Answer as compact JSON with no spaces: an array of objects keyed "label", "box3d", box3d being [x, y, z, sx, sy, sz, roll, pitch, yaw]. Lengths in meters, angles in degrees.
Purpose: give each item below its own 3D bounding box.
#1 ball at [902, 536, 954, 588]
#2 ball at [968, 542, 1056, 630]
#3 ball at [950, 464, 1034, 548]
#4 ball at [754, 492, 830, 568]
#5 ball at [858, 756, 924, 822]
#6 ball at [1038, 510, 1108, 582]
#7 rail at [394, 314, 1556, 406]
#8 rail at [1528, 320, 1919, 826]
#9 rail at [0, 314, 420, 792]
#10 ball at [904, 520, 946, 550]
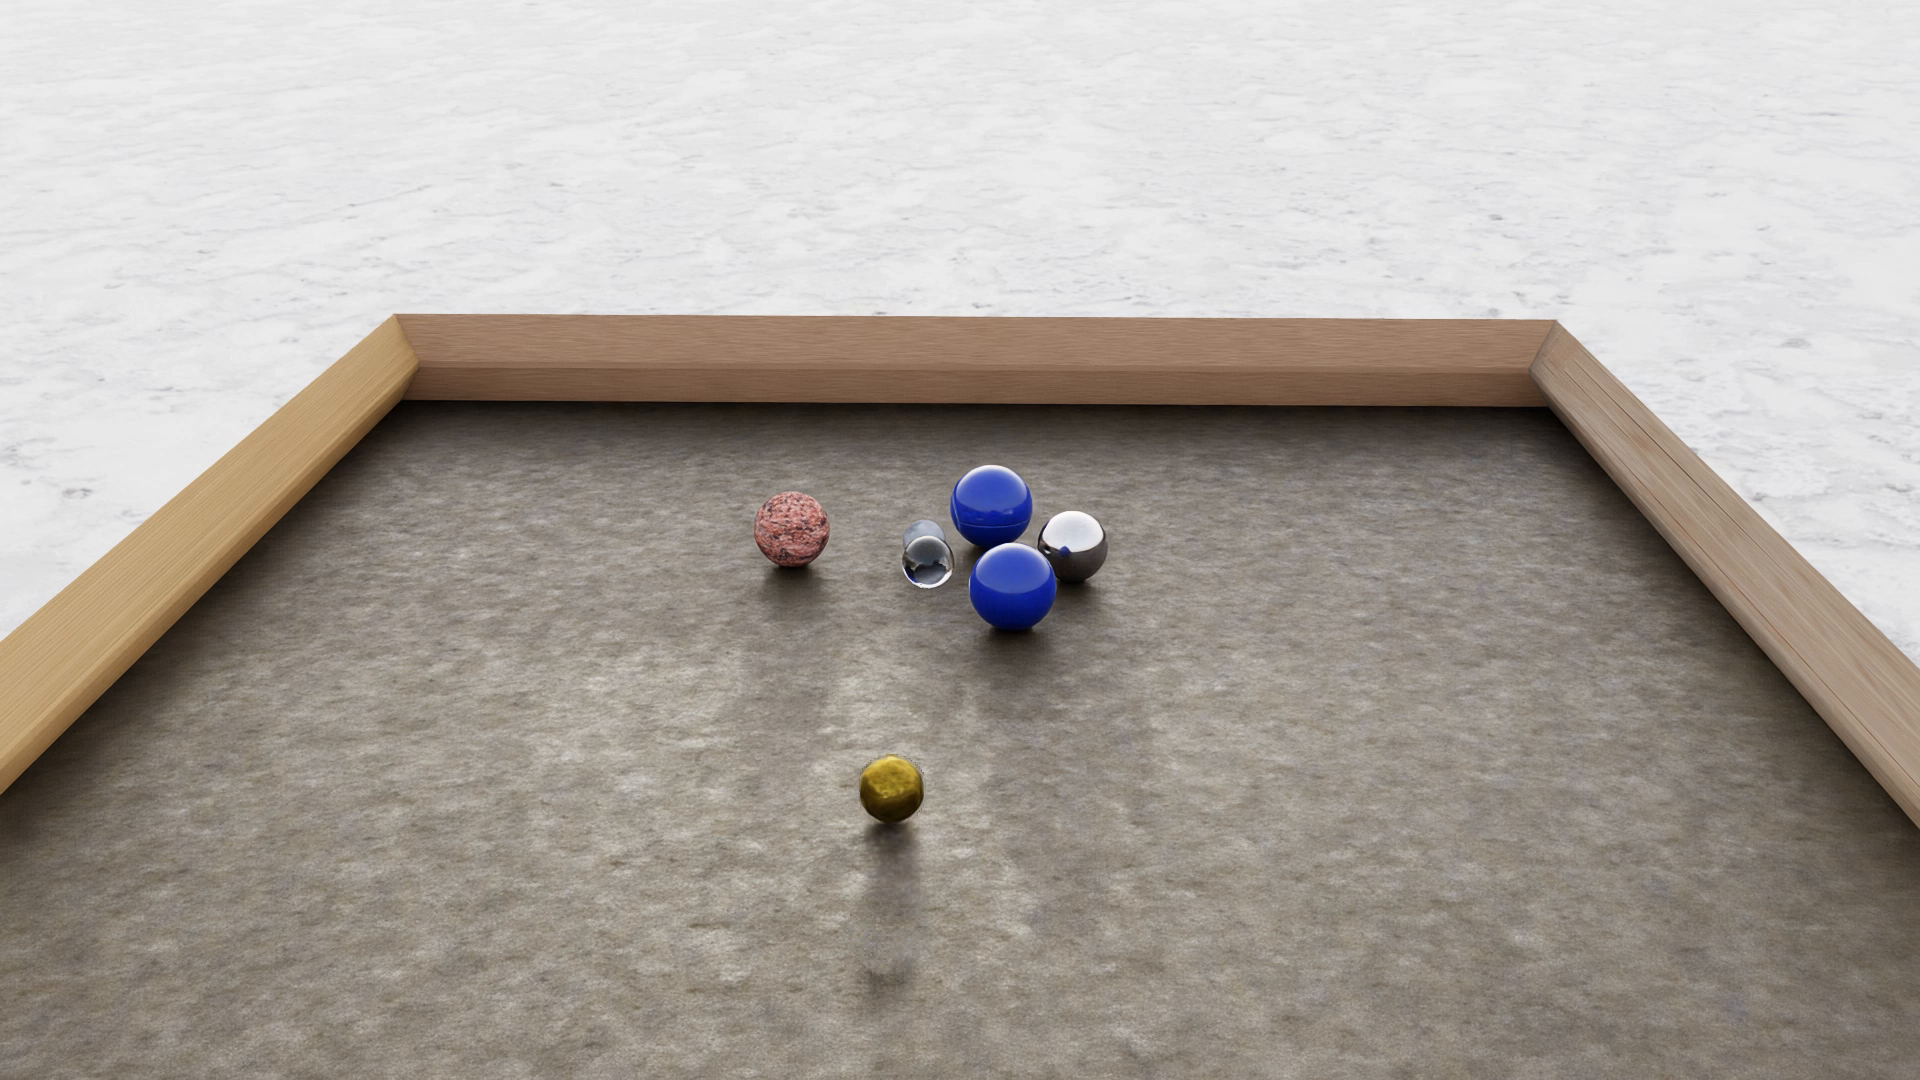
[{"label":"ball","box3d":[-0.036,0.025,2.480,0.059,0.059,0.059,0,19,0]},{"label":"ball","box3d":[0.056,0.050,2.351,0.094,0.094,0.094,0,19,0]},{"label":"ball","box3d":[0.037,-0.040,2.608,0.099,0.099,0.099,0,19,0]},{"label":"ball","box3d":[-0.195,-0.013,2.546,0.088,0.088,0.088,0,19,0]},{"label":"ball","box3d":[-0.059,0.217,1.913,0.057,0.057,0.057,0,19,0]},{"label":"ball","box3d":[0.128,0.007,2.498,0.081,0.081,0.081,0,19,0]},{"label":"rail","box3d":[0.016,-0.257,3.202,1.697,0.129,0.045,0,19,1]},{"label":"rail","box3d":[0.807,0.221,1.787,0.045,0.129,2.998,0,19,1]},{"label":"rail","box3d":[-0.842,0.209,1.822,0.045,0.129,2.998,0,19,1]},{"label":"ball","box3d":[-0.042,0.001,2.565,0.050,0.050,0.050,0,19,0]}]
